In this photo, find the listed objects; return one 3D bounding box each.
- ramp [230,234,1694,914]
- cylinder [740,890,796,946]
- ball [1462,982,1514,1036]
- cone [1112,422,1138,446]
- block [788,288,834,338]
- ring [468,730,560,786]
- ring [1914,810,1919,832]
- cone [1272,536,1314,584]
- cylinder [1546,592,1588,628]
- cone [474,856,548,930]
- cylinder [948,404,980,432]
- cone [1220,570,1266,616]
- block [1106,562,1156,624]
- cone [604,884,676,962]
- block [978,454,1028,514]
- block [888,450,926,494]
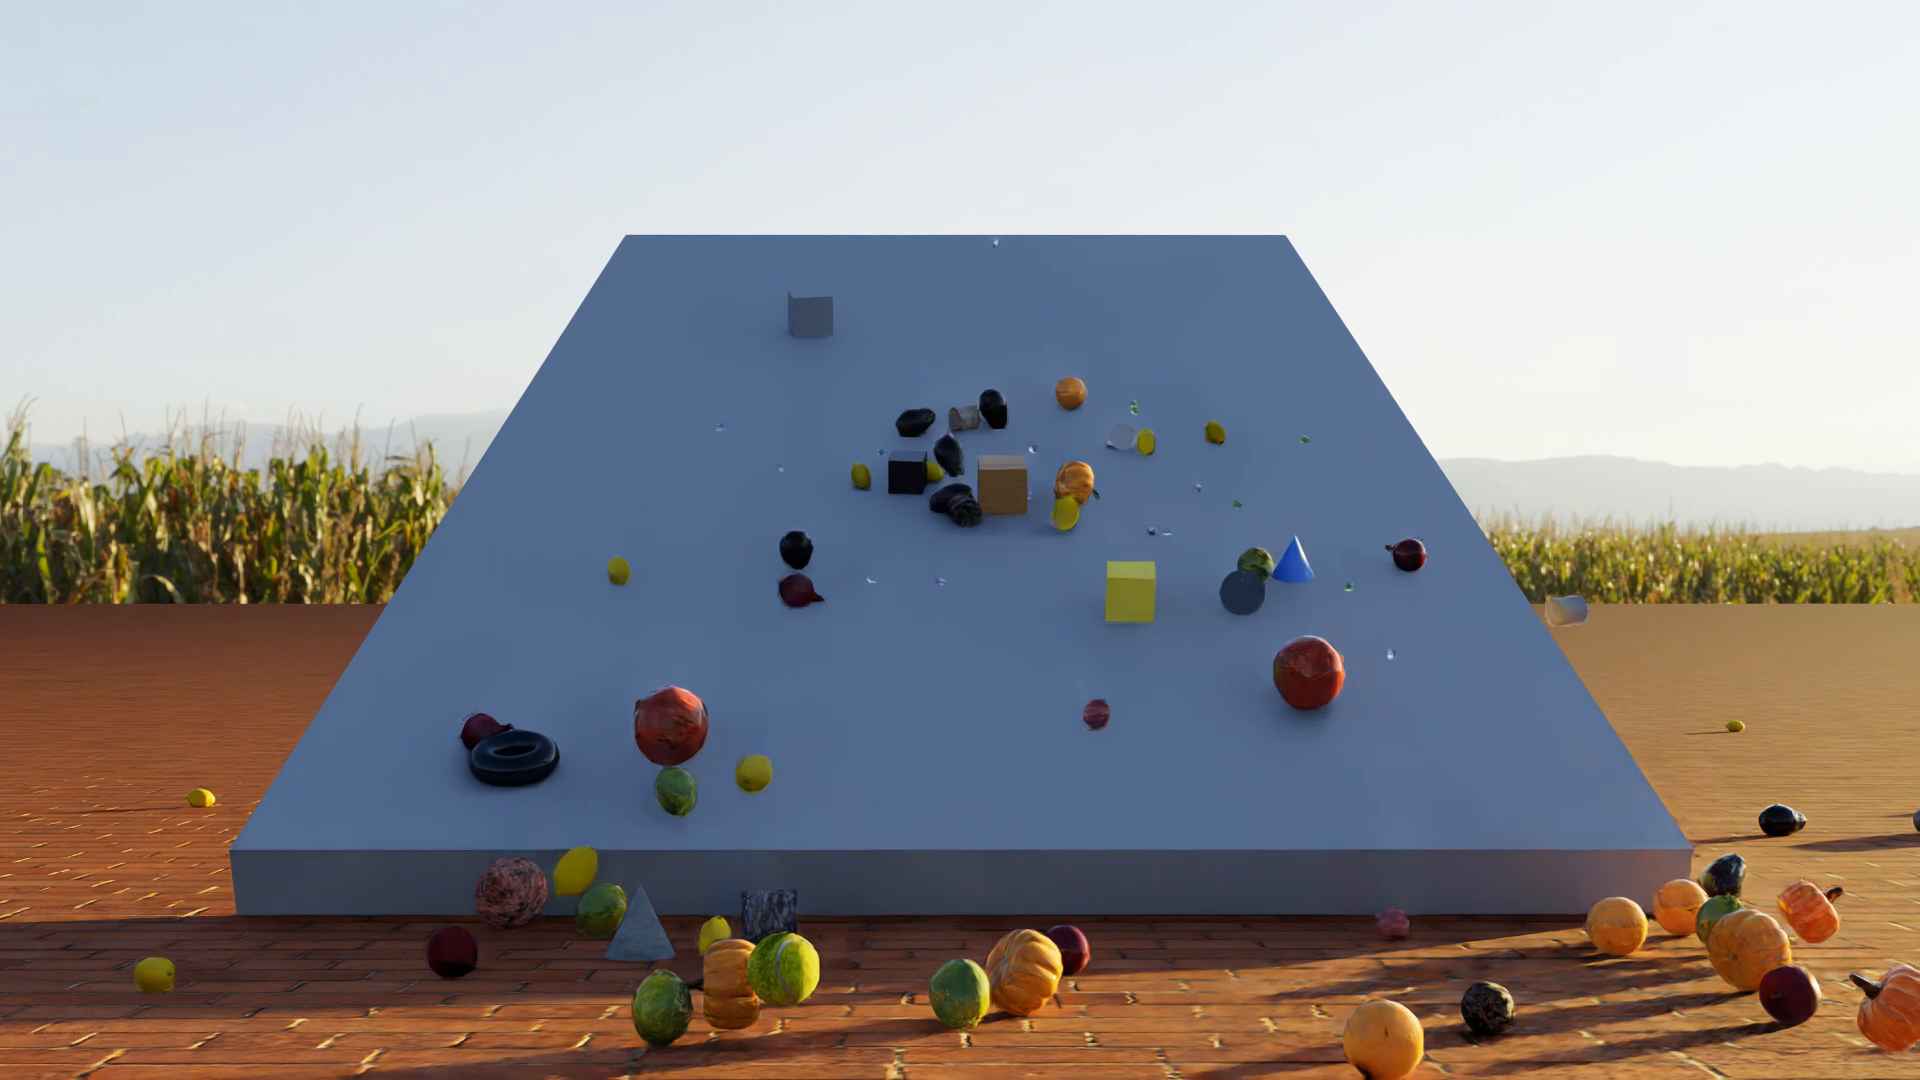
[{"bbox_3d":[-0.005,-0.204,4.989,2.000,0.100,4.000,0,20,0],"label":"ramp"},{"bbox_3d":[-0.240,0.476,2.846,0.069,0.069,0.069,0,-1,-5],"label":"cylinder"},{"bbox_3d":[0.529,0.469,2.265,0.052,0.052,0.052,0,-1,0],"label":"ball"},{"bbox_3d":[0.345,-0.216,4.838,0.057,0.057,0.057,0,-19,-11],"label":"cone"},{"bbox_3d":[-0.379,-0.577,5.734,0.100,0.100,0.100,-4,20,-12],"label":"block"},{"bbox_3d":[-0.653,0.319,3.314,0.131,0.044,0.131,-1,21,0],"label":"ring"},{"bbox_3d":[1.835,0.519,4.163,0.150,0.050,0.150,1,-2,0],"label":"ring"},{"bbox_3d":[0.603,0.028,4.080,0.077,0.077,0.077,0,20,0],"label":"cone"},{"bbox_3d":[1.185,0.137,4.414,0.055,0.055,0.055,20,-10,-25],"label":"cylinder"},{"bbox_3d":[-0.600,0.448,2.955,0.099,0.099,0.099,0,-24,6],"label":"cone"},{"bbox_3d":[0.010,-0.266,4.935,0.052,0.052,0.052,-10,3,-26],"label":"cylinder"},{"bbox_3d":[0.504,0.097,3.949,0.081,0.081,0.081,-1,-9,22],"label":"cone"},{"bbox_3d":[0.293,0.090,3.897,0.083,0.083,0.083,1,20,4],"label":"block"},{"bbox_3d":[-0.391,0.464,2.768,0.087,0.087,0.087,0,-1,0],"label":"cone"},{"bbox_3d":[0.083,-0.109,4.438,0.092,0.092,0.092,-1,20,-2],"label":"block"},{"bbox_3d":[-0.105,-0.136,4.547,0.069,0.069,0.069,2,20,5],"label":"block"}]
